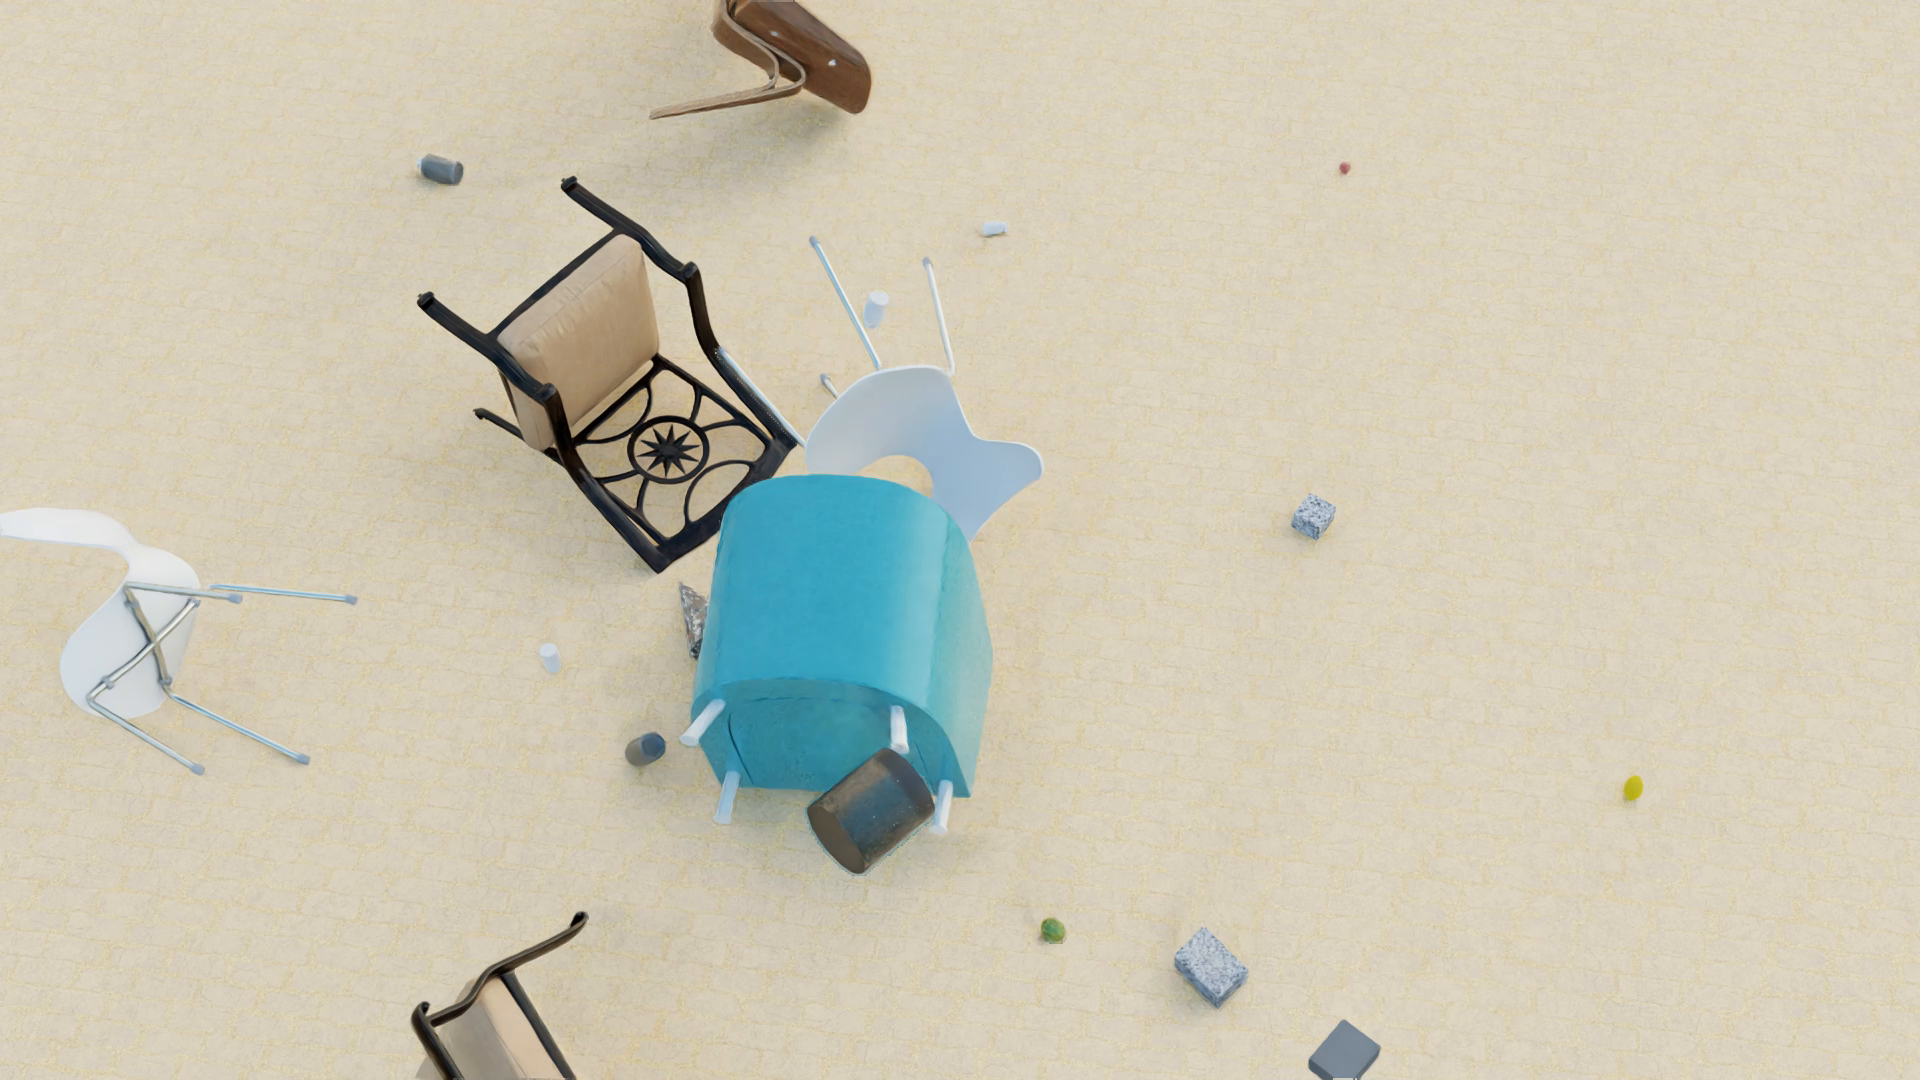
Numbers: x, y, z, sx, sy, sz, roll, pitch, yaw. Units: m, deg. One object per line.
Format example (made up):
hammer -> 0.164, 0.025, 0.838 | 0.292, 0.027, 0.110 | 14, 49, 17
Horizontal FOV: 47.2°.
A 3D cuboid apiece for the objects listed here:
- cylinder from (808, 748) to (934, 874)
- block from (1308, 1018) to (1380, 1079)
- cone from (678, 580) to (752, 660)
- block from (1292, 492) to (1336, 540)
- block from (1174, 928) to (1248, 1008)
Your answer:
cylinder -> -0.207, 0.631, 5.129 | 0.223, 0.192, 0.201 | -37, 108, -26
block -> 0.825, 1.111, 4.724 | 0.099, 0.050, 0.121 | 35, 63, 27
cone -> -0.758, 0.204, 6.402 | 0.195, 0.118, 0.295 | -24, 48, -20
block -> 1.059, -0.070, 6.580 | 0.091, 0.068, 0.095 | 31, 62, 19
block -> 0.657, 1.119, 5.752 | 0.111, 0.102, 0.160 | -40, 65, -14
